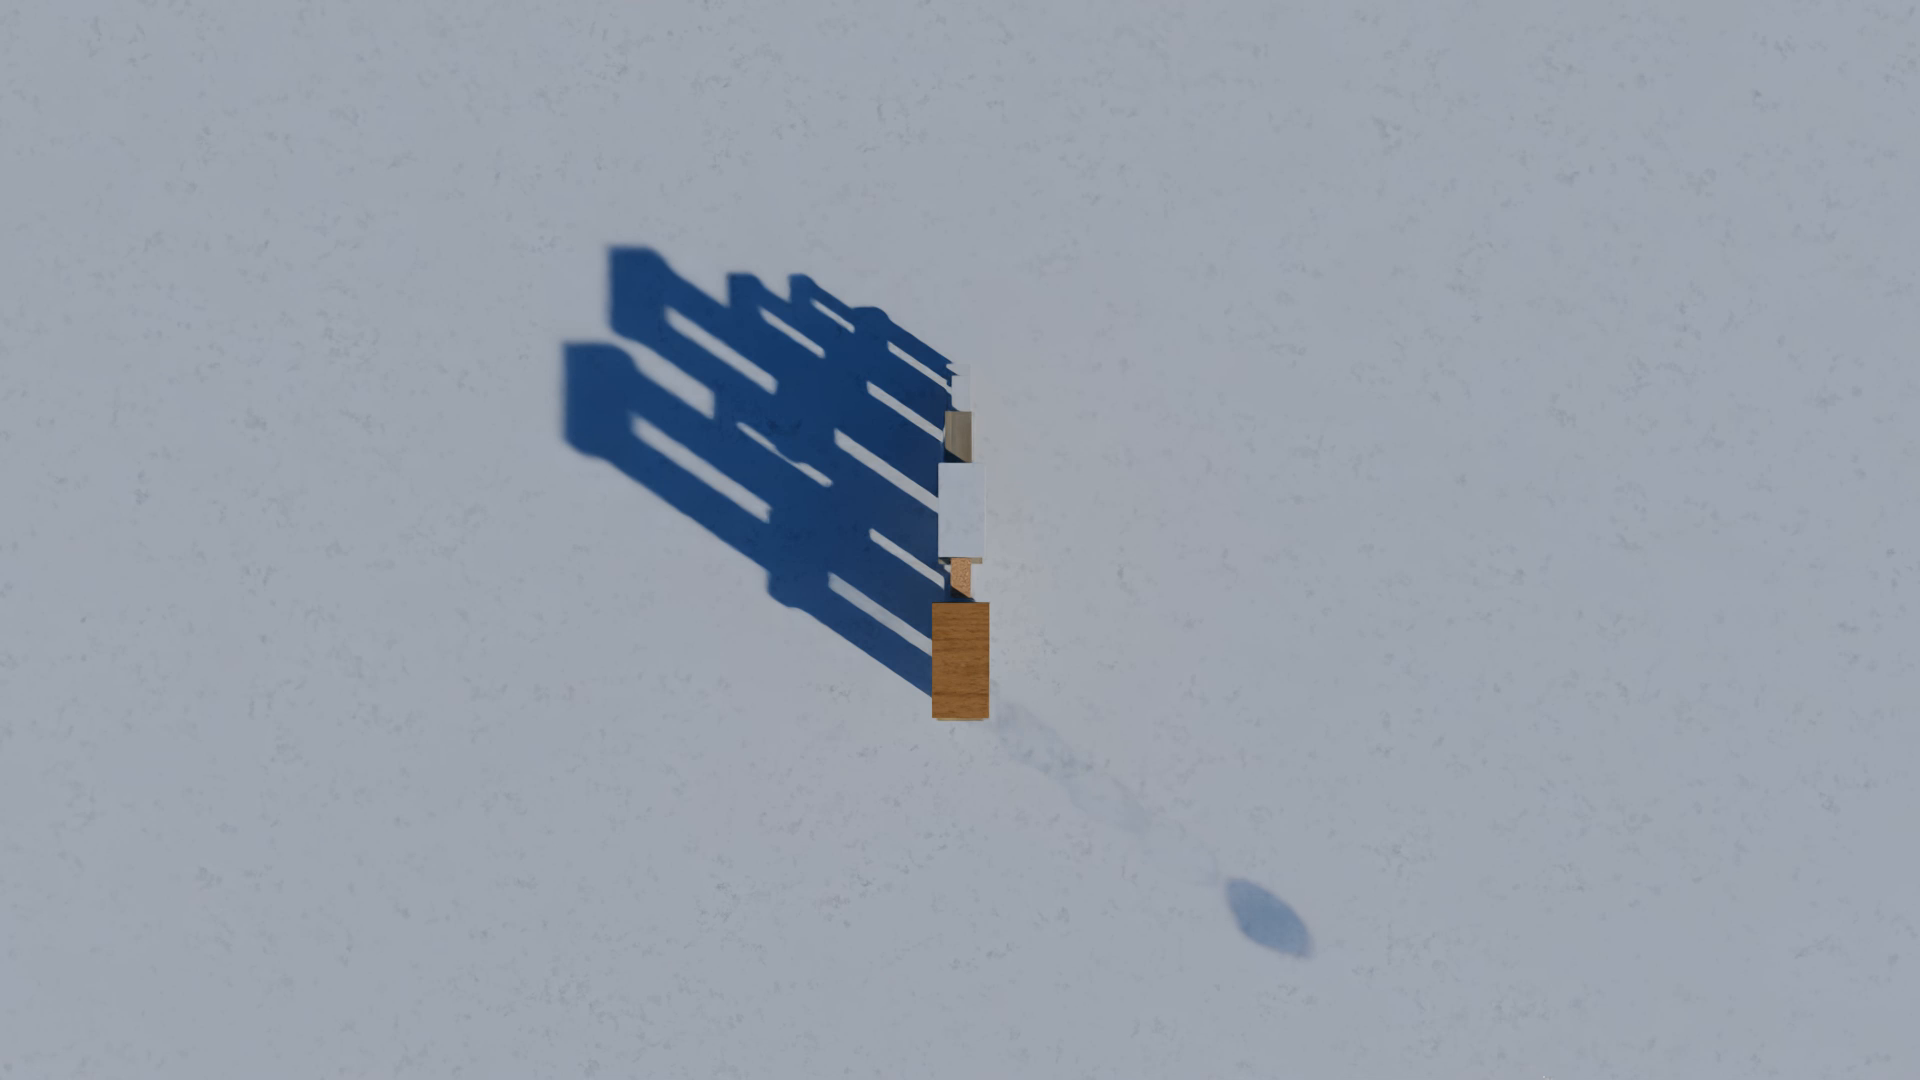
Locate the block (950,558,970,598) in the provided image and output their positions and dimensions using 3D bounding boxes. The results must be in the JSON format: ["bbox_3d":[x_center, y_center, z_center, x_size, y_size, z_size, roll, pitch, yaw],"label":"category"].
[{"bbox_3d":[0.002,0.117,5.054,0.061,0.017,0.122,1,90,0],"label":"block"}]

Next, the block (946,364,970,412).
[{"bbox_3d":[-0.005,-0.490,5.333,0.078,0.022,0.156,0,90,0],"label":"block"}]

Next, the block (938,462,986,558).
[{"bbox_3d":[0.005,-0.089,4.888,0.139,0.039,0.278,0,90,0],"label":"block"}]

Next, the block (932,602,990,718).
[{"bbox_3d":[0.002,0.350,4.816,0.167,0.047,0.335,0,90,0],"label":"block"}]

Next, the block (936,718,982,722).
[{"bbox_3d":[-0.002,0.425,5.194,0.143,0.040,0.285,0,90,0],"label":"block"}]

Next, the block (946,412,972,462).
[{"bbox_3d":[-0.005,-0.315,5.094,0.082,0.023,0.164,0,90,0],"label":"block"}]

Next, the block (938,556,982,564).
[{"bbox_3d":[0.002,-0.063,5.205,0.138,0.039,0.275,0,90,0],"label":"block"}]

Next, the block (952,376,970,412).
[{"bbox_3d":[0.003,-0.460,5.198,0.058,0.016,0.116,0,90,0],"label":"block"}]

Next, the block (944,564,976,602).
[{"bbox_3d":[-0.002,0.179,5.288,0.099,0.028,0.198,0,90,0],"label":"block"}]

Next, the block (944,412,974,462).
[{"bbox_3d":[-0.003,-0.307,5.284,0.101,0.029,0.202,0,90,0],"label":"block"}]

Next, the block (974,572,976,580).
[{"bbox_3d":[-0.001,0.113,5.401,0.099,0.198,0.028,0,90,0],"label":"block"}]
